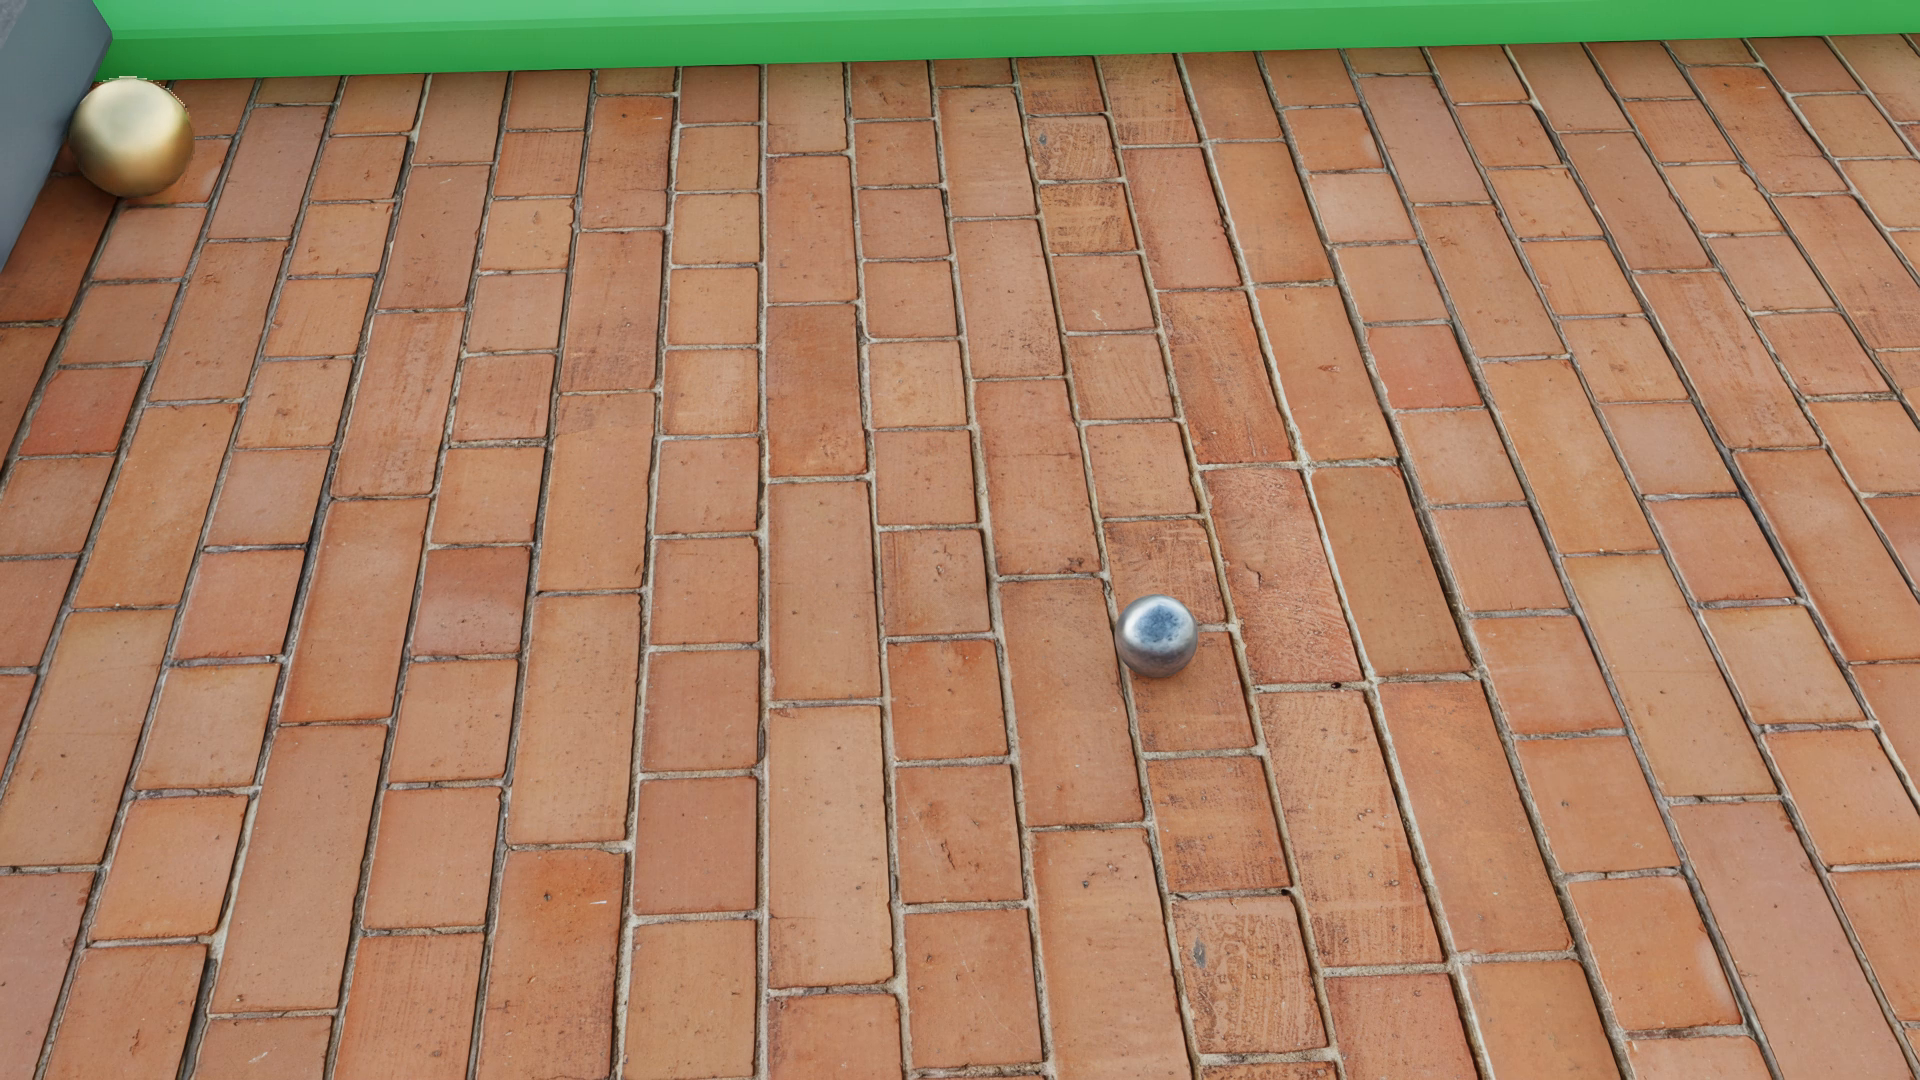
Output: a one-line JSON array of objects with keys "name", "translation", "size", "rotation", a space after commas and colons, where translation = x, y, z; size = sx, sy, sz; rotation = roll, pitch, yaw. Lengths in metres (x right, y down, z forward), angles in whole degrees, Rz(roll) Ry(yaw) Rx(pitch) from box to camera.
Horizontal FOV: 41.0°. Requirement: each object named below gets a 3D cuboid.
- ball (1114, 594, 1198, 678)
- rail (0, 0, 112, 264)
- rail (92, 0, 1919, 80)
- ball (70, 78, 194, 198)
[{"name": "ball", "translation": [0.125, 0.061, 1.633], "size": [0.054, 0.054, 0.054], "rotation": [0, 36, 0]}, {"name": "rail", "translation": [-0.726, 0.000, 1.652], "size": [0.045, 0.128, 1.624], "rotation": [-2, 36, -3]}, {"name": "rail", "translation": [0.701, -0.513, 2.364], "size": [3.004, 0.128, 0.045], "rotation": [-2, 36, -3]}, {"name": "ball", "translation": [-0.693, -0.335, 2.145], "size": [0.099, 0.099, 0.099], "rotation": [0, 36, 0]}]
